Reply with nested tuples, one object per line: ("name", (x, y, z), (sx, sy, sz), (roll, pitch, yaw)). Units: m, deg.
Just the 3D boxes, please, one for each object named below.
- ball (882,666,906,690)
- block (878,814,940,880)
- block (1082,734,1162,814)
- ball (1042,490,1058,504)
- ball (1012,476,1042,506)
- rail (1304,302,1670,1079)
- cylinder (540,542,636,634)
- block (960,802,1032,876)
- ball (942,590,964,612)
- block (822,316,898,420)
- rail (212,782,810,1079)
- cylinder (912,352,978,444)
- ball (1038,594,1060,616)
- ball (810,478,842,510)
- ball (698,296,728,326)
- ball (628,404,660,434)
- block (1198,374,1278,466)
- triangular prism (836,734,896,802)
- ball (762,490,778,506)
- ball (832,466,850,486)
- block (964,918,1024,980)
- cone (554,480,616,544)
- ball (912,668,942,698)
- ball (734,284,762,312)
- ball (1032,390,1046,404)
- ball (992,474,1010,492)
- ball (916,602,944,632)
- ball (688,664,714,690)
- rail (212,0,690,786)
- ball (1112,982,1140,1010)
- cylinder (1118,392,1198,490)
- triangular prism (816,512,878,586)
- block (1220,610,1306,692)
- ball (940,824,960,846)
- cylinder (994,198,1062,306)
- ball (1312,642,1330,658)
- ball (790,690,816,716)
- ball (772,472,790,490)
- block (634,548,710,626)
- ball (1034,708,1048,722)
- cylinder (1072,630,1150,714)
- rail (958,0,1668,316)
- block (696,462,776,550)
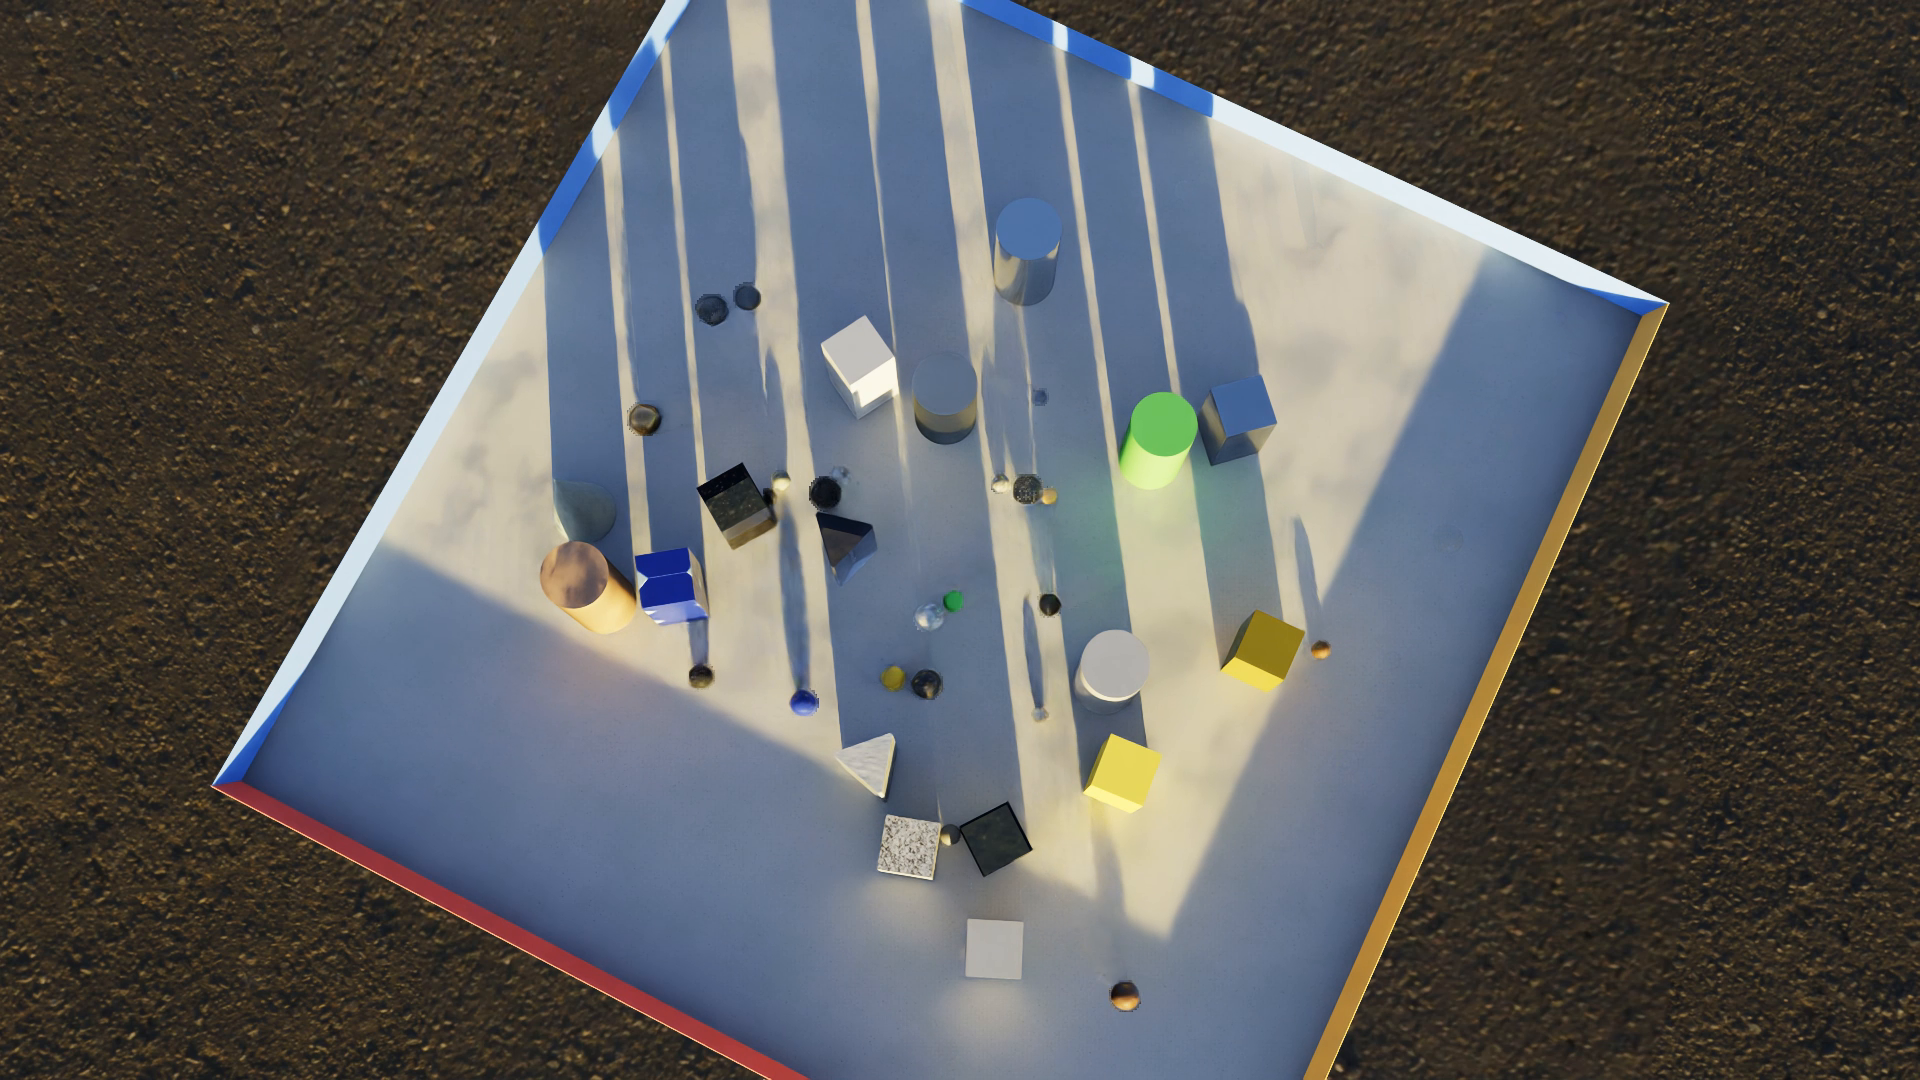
("ball", (-0.200, 0.413, 5.495), (0.072, 0.072, 0.072), (0, 78, 0))
("block", (-0.145, 0.890, 5.301), (0.155, 0.258, 0.155), (9, 78, 2))
("block", (0.467, 0.678, 5.296), (0.155, 0.353, 0.155), (22, 79, 4))
("ball", (0.275, -0.132, 5.619), (0.048, 0.048, 0.048), (0, 78, 0))
("ball", (0.205, -0.152, 5.602), (0.091, 0.091, 0.091), (0, 78, 0))
("rail", (1.430, 0.707, 5.405), (0.045, 0.126, 3.276), (26, 80, 5))
("cylinder", (-1.080, 0.144, 5.353), (0.193, 0.457, 0.193), (0, 78, 0))
("block", (0.103, 0.869, 5.312), (0.155, 0.245, 0.155), (-27, 80, -5))
("ball", (-0.020, 0.185, 5.545), (0.064, 0.064, 0.064), (0, 78, 0))
("block", (-0.298, -0.516, 5.532), (0.155, 0.375, 0.155), (-34, 80, -7))
("rail", (-0.722, 1.421, 5.257), (3.245, 0.126, 0.045), (26, 80, 5))
("cylinder", (-0.044, -0.424, 5.531), (0.193, 0.340, 0.193), (0, 78, 0))
("ball", (0.270, 0.196, 5.541), (0.068, 0.068, 0.068), (0, 78, 0))
("ball", (-0.408, -0.141, 5.598), (0.094, 0.094, 0.094), (0, 78, 0))
("ball", (-0.771, -0.715, 5.716), (0.095, 0.095, 0.095), (0, 78, 0))
("ball", (-0.971, -0.372, 5.644), (0.097, 0.097, 0.097), (0, 78, 0))
("block", (0.829, -0.357, 5.514), (0.155, 0.346, 0.155), (-16, 79, -3))
("triangular prism", (-0.236, 0.632, 5.270), (0.167, 0.423, 0.145), (40, 81, 8))
("ball", (-0.584, -0.131, 5.620), (0.047, 0.047, 0.047), (0, 78, 0))
("ball", (-0.364, -0.197, 5.628), (0.058, 0.058, 0.058), (0, 78, 0))
("block", (0.095, 1.160, 5.213), (0.155, 0.320, 0.155), (3, 78, 1))
("cone", (-1.152, -0.128, 5.415), (0.193, 0.447, 0.193), (0, 78, 0))
("ball", (-0.101, 0.430, 5.482), (0.089, 0.089, 0.089), (0, 78, 0))
("ball", (-0.663, -0.757, 5.731), (0.083, 0.083, 0.083), (0, 78, 0))
("ball", (0.247, -0.445, 5.686), (0.044, 0.044, 0.044), (0, 78, 0))
("ball", (0.126, -0.174, 5.624), (0.055, 0.055, 0.055), (0, 78, 0))
("ball", (-0.091, 0.231, 5.524), (0.088, 0.088, 0.088), (0, 78, 0))
("ball", (-0.777, 0.410, 5.494), (0.074, 0.074, 0.074), (0, 78, 0))
("rail", (-1.430, -0.693, 5.695), (0.045, 0.126, 3.276), (26, 80, 5))
("ball", (0.479, 1.318, 5.302), (0.082, 0.082, 0.082), (0, 78, 0))
("cylinder", (0.587, -0.291, 5.467), (0.193, 0.410, 0.193), (0, 78, 0))
("triangular prism", (-0.362, 0.004, 5.447), (0.145, 0.331, 0.167), (43, 81, 8))
("block", (0.889, 0.329, 5.398), (0.155, 0.295, 0.155), (25, 79, 5))
("ball", (-0.029, 0.869, 5.405), (0.062, 0.062, 0.062), (0, 78, 0))
("cylinder", (0.203, -0.872, 5.585), (0.193, 0.415, 0.193), (0, 78, 0))
("ball", (1.086, 0.331, 5.521), (0.054, 0.054, 0.054), (0, 78, 0))
("ball", (-0.469, 0.488, 5.475), (0.080, 0.080, 0.080), (0, 78, 0))
("ball", (-0.547, -0.182, 5.626), (0.055, 0.055, 0.055), (0, 78, 0))
("block", (-0.847, 0.142, 5.420), (0.155, 0.328, 0.155), (-9, 78, -2))
("ball", (0.242, 0.525, 5.485), (0.046, 0.046, 0.046), (0, 78, 0))
("cylinder", (0.436, 0.388, 5.326), (0.193, 0.412, 0.193), (0, 78, 0))
("rail", (0.722, -1.407, 5.843), (3.245, 0.126, 0.045), (26, 80, 5))
("block", (-0.668, -0.098, 5.498), (0.155, 0.271, 0.155), (-30, 80, -6))
